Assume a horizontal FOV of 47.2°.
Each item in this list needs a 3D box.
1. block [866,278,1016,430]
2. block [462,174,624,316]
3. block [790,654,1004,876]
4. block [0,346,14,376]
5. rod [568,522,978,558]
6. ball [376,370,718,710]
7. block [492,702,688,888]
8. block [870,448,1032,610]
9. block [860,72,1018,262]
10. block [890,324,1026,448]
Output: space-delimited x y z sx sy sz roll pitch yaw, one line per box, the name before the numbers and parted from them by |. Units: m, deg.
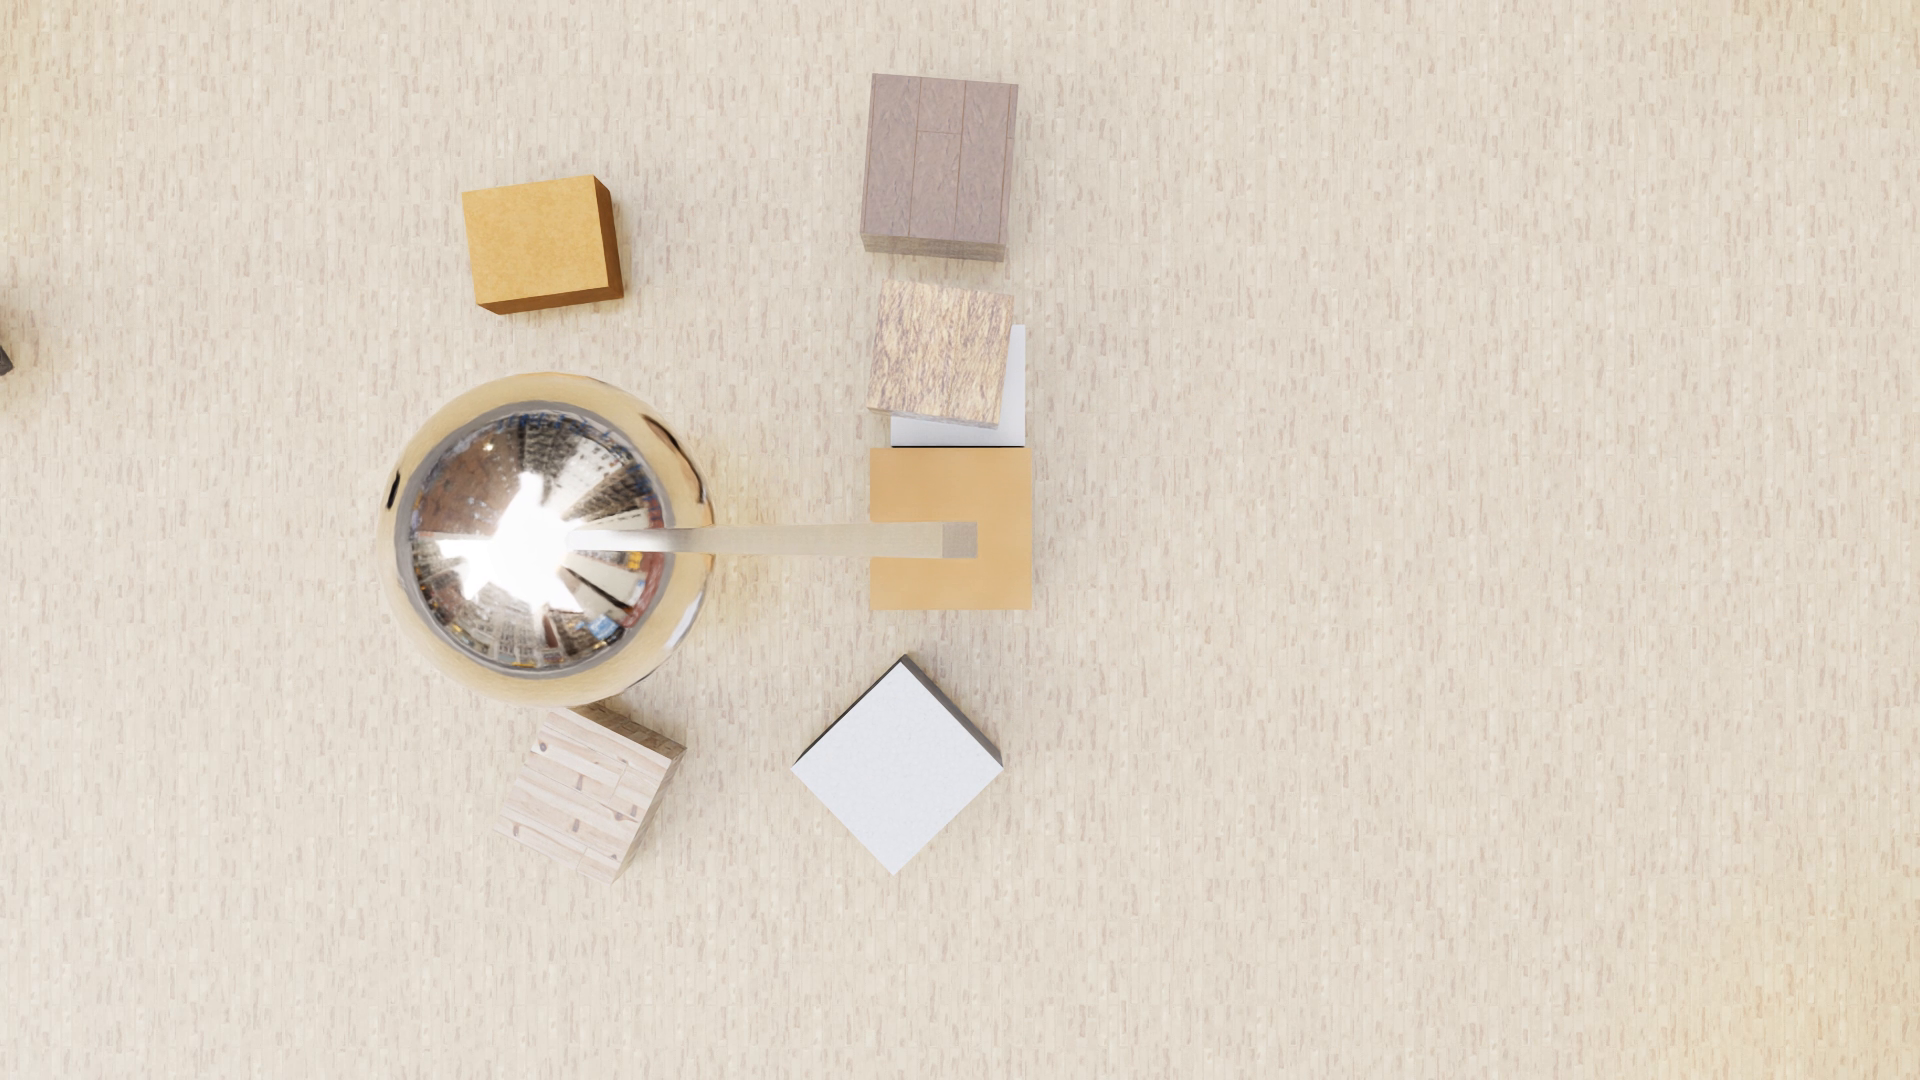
block | -0.102 -1.004 12.023 0.714 0.682 0.686 7 90 0
block | -2.399 -1.696 12.702 0.753 0.597 0.639 -8 90 0
block | -0.345 1.253 12.515 0.841 0.969 0.813 -44 90 0
block | -6.000 -1.083 12.691 0.635 0.619 0.546 -32 90 0
rod | -0.844 0.000 7.218 0.080 5.200 0.080 0 90 -19
ball | -1.947 0.000 10.434 1.600 1.600 1.600 0 90 0
block | -2.111 1.422 12.635 0.732 0.731 0.791 26 90 0
block | -0.051 -0.061 12.562 0.890 0.877 0.893 0 90 0
block | -0.116 -2.117 12.603 0.817 0.794 0.892 4 90 0
block | -0.011 -0.870 12.683 0.755 0.635 0.681 0 90 0
